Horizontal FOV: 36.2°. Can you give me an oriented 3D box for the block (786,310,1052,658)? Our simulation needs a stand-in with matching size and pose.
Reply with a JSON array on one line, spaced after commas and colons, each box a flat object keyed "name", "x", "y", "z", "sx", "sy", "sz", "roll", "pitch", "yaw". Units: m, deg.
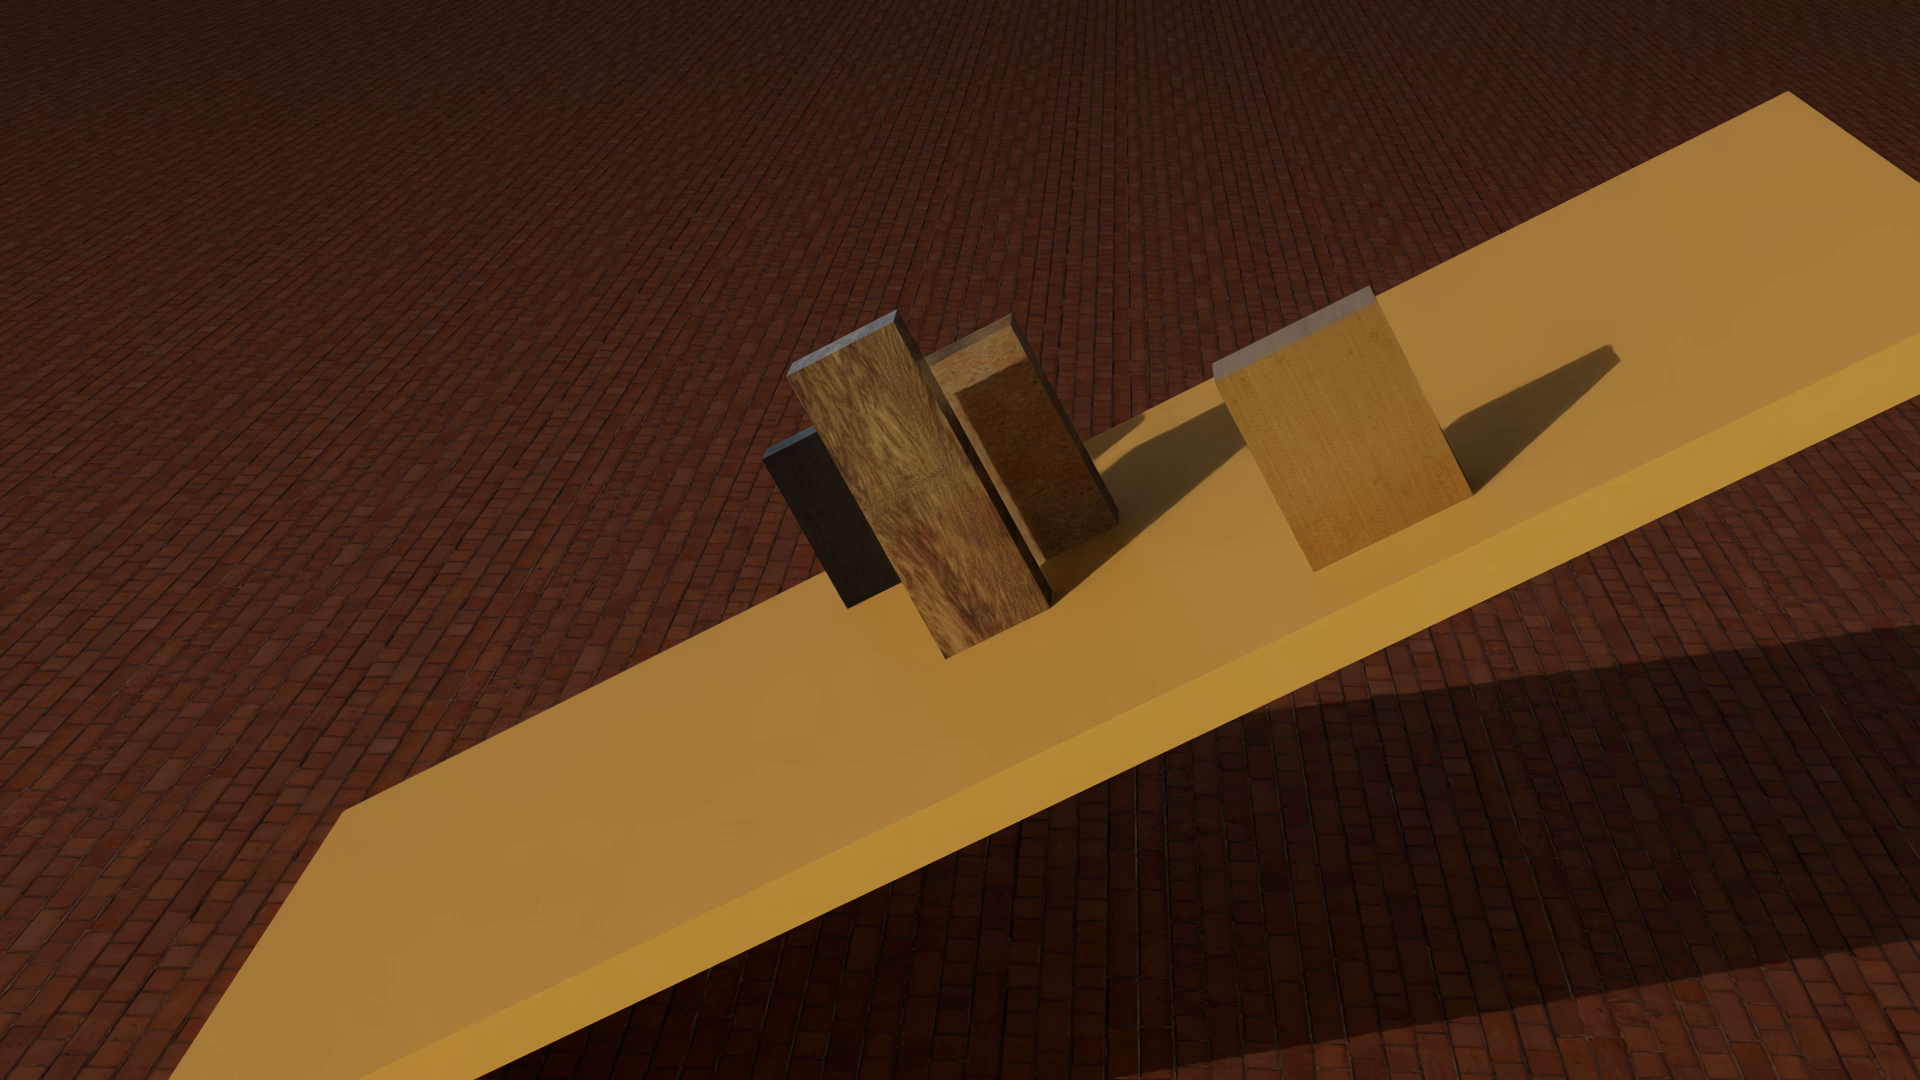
[{"name": "block", "x": -0.079, "y": -0.112, "z": 6.072, "sx": 0.247, "sy": 0.682, "sz": 0.117, "roll": -26, "pitch": 14, "yaw": 11}]

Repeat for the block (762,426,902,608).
[{"name": "block", "x": -0.170, "y": -0.119, "z": 6.841, "sx": 0.427, "sy": 0.410, "sz": 0.091, "roll": -26, "pitch": 14, "yaw": 11}]

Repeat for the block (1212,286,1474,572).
[{"name": "block", "x": 0.705, "y": -0.205, "z": 5.432, "sx": 0.324, "sy": 0.408, "sz": 0.143, "roll": -26, "pitch": 14, "yaw": 11}]

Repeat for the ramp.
[{"name": "ramp", "x": 0.141, "y": 0.167, "z": 6.281, "sx": 4.000, "sy": 0.100, "sz": 2.000, "roll": -26, "pitch": 14, "yaw": 11}]

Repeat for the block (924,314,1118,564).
[{"name": "block", "x": 0.052, "y": -0.175, "z": 6.413, "sx": 0.401, "sy": 0.501, "sz": 0.119, "roll": -26, "pitch": 14, "yaw": 11}]
